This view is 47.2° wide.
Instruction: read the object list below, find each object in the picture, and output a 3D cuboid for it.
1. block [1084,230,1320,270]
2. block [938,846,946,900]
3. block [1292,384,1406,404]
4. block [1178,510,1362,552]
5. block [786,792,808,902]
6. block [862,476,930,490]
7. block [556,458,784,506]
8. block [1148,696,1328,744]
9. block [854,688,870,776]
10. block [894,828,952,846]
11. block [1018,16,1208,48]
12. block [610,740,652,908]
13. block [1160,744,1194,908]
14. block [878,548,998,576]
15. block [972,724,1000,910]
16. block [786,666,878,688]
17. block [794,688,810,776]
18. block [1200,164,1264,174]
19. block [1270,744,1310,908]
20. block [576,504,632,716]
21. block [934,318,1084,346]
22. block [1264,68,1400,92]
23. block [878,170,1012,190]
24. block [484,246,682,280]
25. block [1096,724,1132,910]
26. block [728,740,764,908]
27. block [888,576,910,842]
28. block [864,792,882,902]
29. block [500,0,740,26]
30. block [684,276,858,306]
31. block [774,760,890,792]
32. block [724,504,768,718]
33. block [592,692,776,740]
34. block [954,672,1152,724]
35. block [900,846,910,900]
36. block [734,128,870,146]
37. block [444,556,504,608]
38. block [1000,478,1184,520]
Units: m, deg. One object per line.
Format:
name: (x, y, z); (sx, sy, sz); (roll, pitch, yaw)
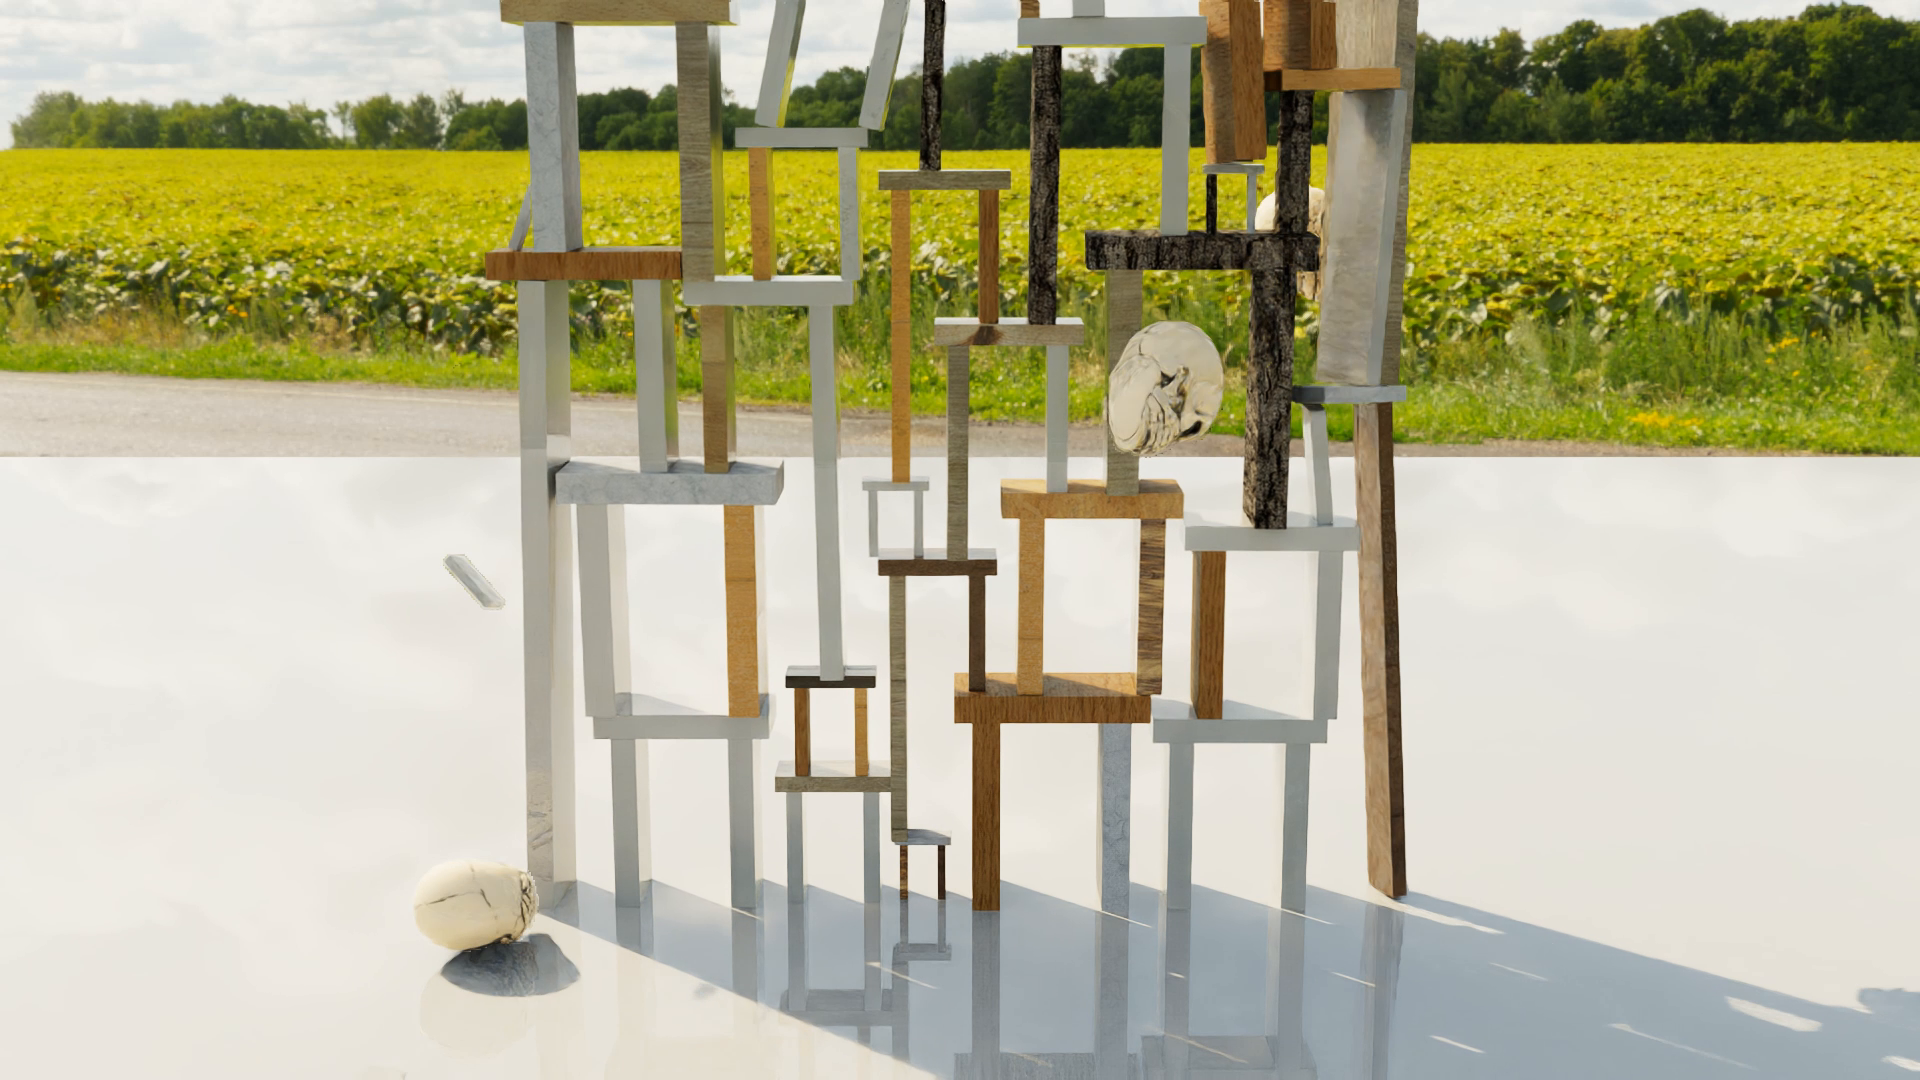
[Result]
block: (0.376, -0.456, 3.451); (0.353, 0.050, 0.176); (0, 12, 1)
block: (-0.030, 0.545, 3.656); (0.013, 0.094, 0.047); (0, 11, 0)
block: (0.621, -0.236, 3.540); (0.181, 0.026, 0.090); (-4, 8, -34)
block: (0.495, -0.016, 3.543); (0.277, 0.039, 0.139); (0, 12, 1)
block: (-0.271, 0.496, 3.655); (0.027, 0.189, 0.095); (0, 11, 0)
block: (-0.103, -0.091, 3.533); (0.108, 0.015, 0.054); (0, 11, -1)
block: (-0.463, -0.095, 3.548); (0.346, 0.049, 0.173); (0, 10, 0)
block: (0.452, 0.294, 3.607); (0.281, 0.040, 0.140); (0, 12, 1)
block: (-0.161, 0.306, 3.614); (0.021, 0.147, 0.073); (0, 10, 0)
block: (-0.061, 0.492, 3.645); (0.094, 0.013, 0.047); (0, 11, 1)
block: (0.232, -0.784, 3.397); (0.286, 0.041, 0.143); (0, 11, 1)
block: (-0.545, 0.449, 3.648); (0.040, 0.284, 0.142); (0, 10, 0)
block: (0.358, 0.452, 3.640); (0.040, 0.281, 0.140); (0, 11, 0)
block: (-0.036, 0.035, 3.560); (0.191, 0.027, 0.095); (0, 11, 0)
block: (0.043, 0.435, 3.637); (0.045, 0.316, 0.158); (0, 11, 0)
block: (-0.210, 0.224, 3.599); (0.147, 0.021, 0.073); (0, 10, 0)
block: (-0.259, 0.306, 3.614); (0.021, 0.147, 0.073); (0, 10, 0)
block: (0.423, -0.578, 3.422); (0.094, 0.013, 0.047); (0, 12, 0)
block: (0.546, 0.451, 3.639); (0.040, 0.281, 0.140); (0, 12, 1)
block: (-0.579, 0.098, 3.584); (0.049, 0.346, 0.173); (-1, 10, 0)
block: (0.077, -0.331, 3.486); (0.233, 0.033, 0.117); (0, 11, 0)
block: (0.567, -0.719, 3.441); (0.217, 0.031, 0.108); (-6, 11, -24)
block: (-0.024, -0.566, 3.451); (0.206, 0.029, 0.103); (0, 11, 0)
block: (-0.585, -0.439, 3.485); (0.303, 0.043, 0.152); (0, 11, 0)
block: (0.253, 0.435, 3.637); (0.045, 0.316, 0.158); (0, 11, 0)
block: (-0.355, 0.449, 3.649); (0.040, 0.284, 0.142); (0, 10, 0)
block: (-0.100, 0.267, 3.605); (0.027, 0.445, 0.095); (0, 11, 1)
block: (-0.145, 0.496, 3.655); (0.027, 0.189, 0.095); (0, 11, 0)
block: (-0.523, -0.826, 3.412); (0.347, 0.049, 0.174); (0, 11, 0)
block: (-0.298, -0.396, 3.484); (0.264, 0.037, 0.132); (0, 10, 0)
block: (-0.208, 0.390, 3.636); (0.189, 0.027, 0.095); (0, 11, 0)
block: (-0.348, 0.099, 3.584); (0.049, 0.346, 0.173); (0, 10, 0)
block: (-0.450, 0.289, 3.620); (0.284, 0.040, 0.142); (0, 10, 0)
block: (0.148, 0.258, 3.603); (0.316, 0.045, 0.158); (0, 11, 0)
block: (-0.092, 0.545, 3.656); (0.013, 0.094, 0.047); (0, 11, 1)
block: (-0.245, -0.630, 3.442); (0.204, 0.029, 0.102); (0, 10, 1)
block: (-0.785, 0.068, 3.551); (0.104, 0.015, 0.052); (46, 6, 10)
block: (0.210, -0.067, 3.543); (0.287, 0.041, 0.144); (0, 11, 0)
